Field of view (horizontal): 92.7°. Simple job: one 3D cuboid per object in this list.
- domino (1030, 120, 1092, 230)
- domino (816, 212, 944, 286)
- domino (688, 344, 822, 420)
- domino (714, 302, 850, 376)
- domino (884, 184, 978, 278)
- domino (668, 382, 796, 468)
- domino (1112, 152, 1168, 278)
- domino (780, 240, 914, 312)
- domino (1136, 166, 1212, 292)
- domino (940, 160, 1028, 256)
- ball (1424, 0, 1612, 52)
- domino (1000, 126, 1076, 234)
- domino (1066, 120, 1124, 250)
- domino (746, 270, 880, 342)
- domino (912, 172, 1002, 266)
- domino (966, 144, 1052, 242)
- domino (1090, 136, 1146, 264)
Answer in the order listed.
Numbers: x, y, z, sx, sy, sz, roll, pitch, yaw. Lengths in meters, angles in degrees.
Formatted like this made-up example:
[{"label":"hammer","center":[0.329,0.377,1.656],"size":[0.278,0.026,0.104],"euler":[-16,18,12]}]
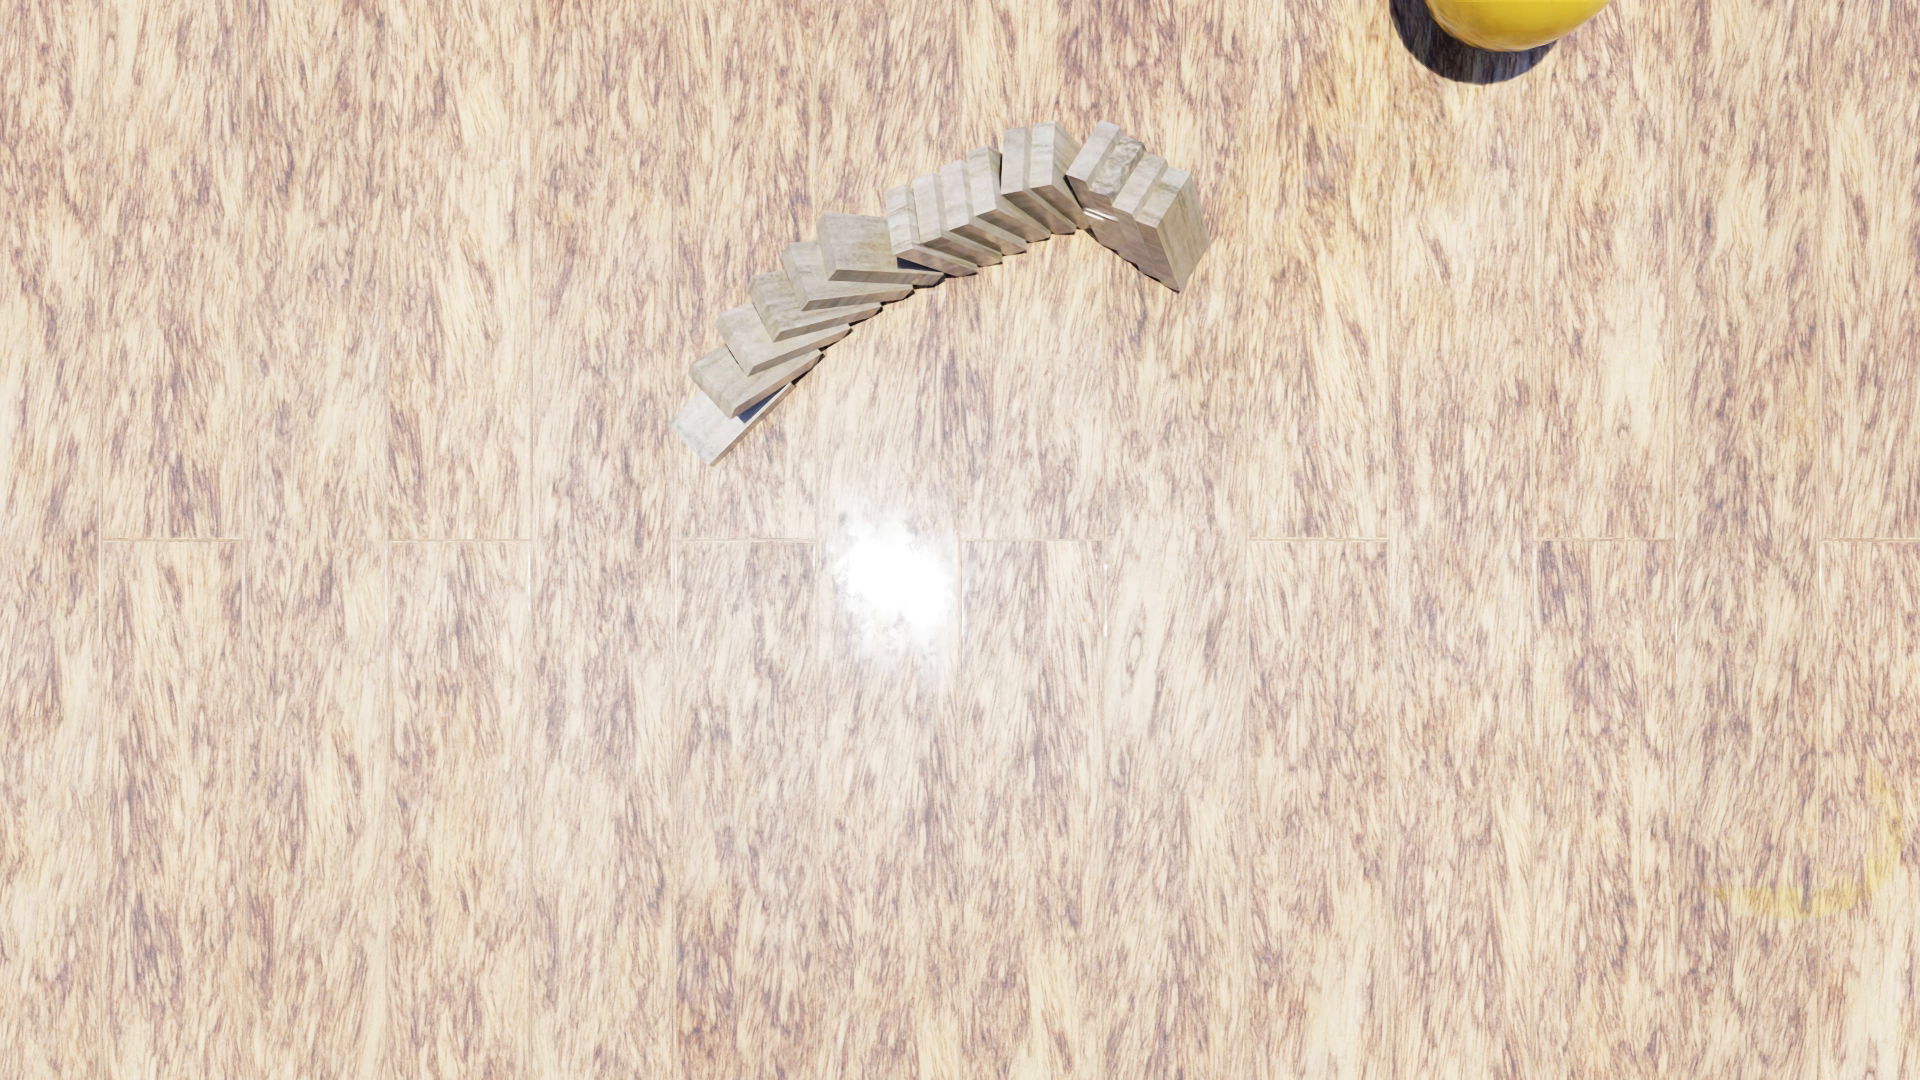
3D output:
[{"label":"domino","center":[0.045,-0.149,0.376],"size":[0.009,0.050,0.025],"euler":[3,89,32]},{"label":"domino","center":[-0.033,-0.120,0.381],"size":[0.050,0.009,0.025],"euler":[-8,80,-33]},{"label":"domino","center":[-0.085,-0.073,0.381],"size":[0.025,0.010,0.050],"euler":[47,55,1]},{"label":"domino","center":[-0.073,-0.089,0.382],"size":[0.050,0.009,0.025],"euler":[-32,89,-35]},{"label":"domino","center":[-0.011,-0.126,0.376],"size":[0.009,0.050,0.025],"euler":[-8,90,32]},{"label":"domino","center":[-0.098,-0.058,0.395],"size":[0.050,0.010,0.025],"euler":[-44,90,0]},{"label":"domino","center":[0.079,-0.132,0.376],"size":[0.009,0.050,0.025],"euler":[32,90,28]},{"label":"domino","center":[-0.046,-0.111,0.381],"size":[0.050,0.009,0.025],"euler":[-17,85,-34]},{"label":"domino","center":[0.088,-0.126,0.376],"size":[0.009,0.050,0.025],"euler":[32,90,28]},{"label":"domino","center":[0.010,-0.135,0.376],"size":[0.010,0.050,0.025],"euler":[-8,90,31]},{"label":"ball","center":[0.224,-0.237,0.360],"size":[0.080,0.080,0.080],"euler":[0,90,0]},{"label":"domino","center":[0.034,-0.146,0.376],"size":[0.010,0.050,0.025],"euler":[3,90,32]},{"label":"domino","center":[0.061,-0.144,0.376],"size":[0.010,0.050,0.025],"euler":[32,90,28]},{"label":"domino","center":[-0.060,-0.101,0.382],"size":[0.050,0.010,0.025],"euler":[-25,88,-34]},{"label":"domino","center":[0.000,-0.130,0.376],"size":[0.009,0.050,0.025],"euler":[-8,90,31]},{"label":"domino","center":[0.021,-0.141,0.376],"size":[0.009,0.050,0.025],"euler":[-8,90,31]},{"label":"domino","center":[0.070,-0.138,0.376],"size":[0.009,0.050,0.025],"euler":[32,90,28]}]
